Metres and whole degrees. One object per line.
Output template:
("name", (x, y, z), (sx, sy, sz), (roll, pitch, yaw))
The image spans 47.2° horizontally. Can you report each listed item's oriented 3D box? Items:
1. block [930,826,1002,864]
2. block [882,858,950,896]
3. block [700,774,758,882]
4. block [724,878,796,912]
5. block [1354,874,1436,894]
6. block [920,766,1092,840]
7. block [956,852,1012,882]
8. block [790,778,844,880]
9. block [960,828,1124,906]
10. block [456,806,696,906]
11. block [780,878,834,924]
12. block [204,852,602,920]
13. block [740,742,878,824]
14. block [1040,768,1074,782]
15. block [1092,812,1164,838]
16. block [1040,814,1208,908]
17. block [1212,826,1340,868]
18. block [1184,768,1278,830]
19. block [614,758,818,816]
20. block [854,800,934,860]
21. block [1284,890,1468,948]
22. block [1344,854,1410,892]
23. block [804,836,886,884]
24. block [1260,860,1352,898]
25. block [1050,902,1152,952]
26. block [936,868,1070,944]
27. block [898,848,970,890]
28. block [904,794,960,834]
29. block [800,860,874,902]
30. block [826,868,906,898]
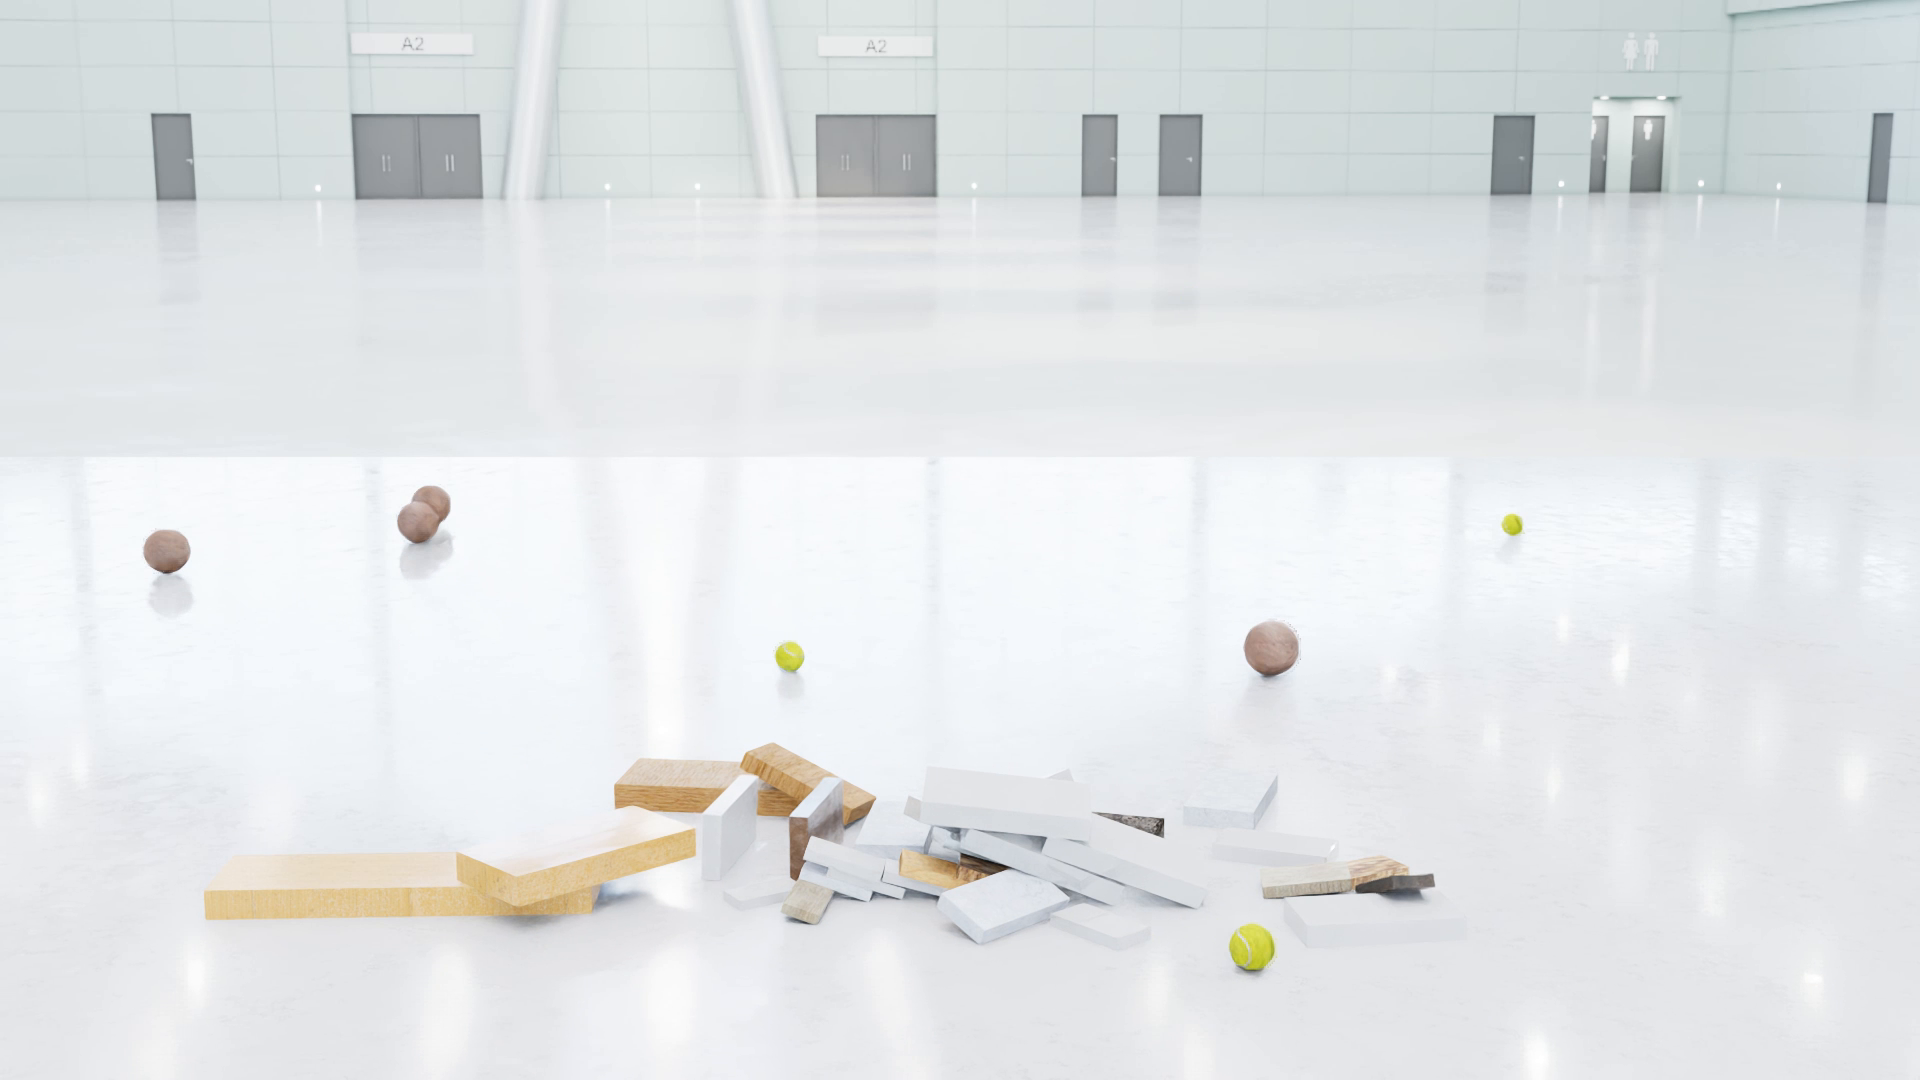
("block", (0.012, 0.518, 3.772), (0.101, 0.029, 0.203), (17, -5, -5))
("block", (-0.063, 0.565, 3.663), (0.131, 0.019, 0.066), (15, 10, -2))
("block", (-0.401, 0.499, 3.834), (0.033, 0.117, 0.233), (5, 11, 9))
("block", (-0.323, 0.586, 3.642), (0.122, 0.017, 0.061), (-7, 12, -32))
("block", (0.707, 0.564, 3.581), (0.073, 0.021, 0.146), (0, -15, -14))
("block", (0.076, 0.433, 3.618), (0.275, 0.039, 0.137), (6, 19, 1))
("block", (0.069, 0.561, 3.653), (0.149, 0.021, 0.075), (16, 10, -2))
("block", (-0.248, 0.502, 3.822), (0.033, 0.117, 0.233), (2, 11, 11))
("block", (0.135, 0.511, 3.650), (0.275, 0.039, 0.137), (22, 18, -7))
("block", (-0.632, 0.519, 3.640), (0.353, 0.050, 0.176), (-10, 15, -44))
("block", (-0.248, 0.587, 3.582), (0.061, 0.017, 0.122), (19, 13, 4))
("block", (-0.912, 0.570, 3.642), (0.619, 0.050, 0.176), (0, 11, -3))
("block", (-0.281, 0.450, 4.081), (0.233, 0.033, 0.117), (26, 13, 17))
("block", (0.095, 0.478, 4.050), (0.121, 0.034, 0.241), (-22, -5, 37))
("block", (0.225, 0.522, 3.932), (0.259, 0.037, 0.130), (3, 11, 17))
("block", (0.272, 0.519, 3.648), (0.275, 0.039, 0.137), (20, 18, -2))
("block", (0.552, 0.542, 3.850), (0.203, 0.029, 0.101), (4, 11, 21))
("block", (0.510, 0.486, 4.131), (0.130, 0.037, 0.259), (3, 11, 18))
("block", (-0.461, 0.469, 4.182), (0.353, 0.050, 0.176), (1, 11, 7))
("block", (-0.110, 0.523, 3.938), (0.121, 0.034, 0.251), (1, 11, 6))
("block", (0.660, 0.603, 3.501), (0.259, 0.037, 0.130), (-1, 11, -8))
("block", (0.683, 0.567, 3.739), (0.146, 0.021, 0.073), (-6, 12, -28))
("block", (-0.191, 0.530, 3.652), (0.131, 0.019, 0.066), (18, 12, 0))
("block", (0.576, 0.567, 3.670), (0.146, 0.021, 0.073), (-7, 15, 6))
("block", (0.223, 0.613, 3.487), (0.075, 0.021, 0.149), (-9, 14, -41))
("block", (0.071, 0.582, 3.531), (0.203, 0.029, 0.101), (-11, 38, -45))
("block", (-0.027, 0.554, 3.654), (0.149, 0.021, 0.075), (16, 10, -5))
("block", (0.034, 0.492, 3.770), (0.241, 0.034, 0.121), (18, -5, -15))
("block", (-0.203, 0.565, 3.659), (0.122, 0.017, 0.061), (19, 12, 3))
("block", (-0.156, 0.559, 3.665), (0.131, 0.019, 0.066), (17, 12, -3))
